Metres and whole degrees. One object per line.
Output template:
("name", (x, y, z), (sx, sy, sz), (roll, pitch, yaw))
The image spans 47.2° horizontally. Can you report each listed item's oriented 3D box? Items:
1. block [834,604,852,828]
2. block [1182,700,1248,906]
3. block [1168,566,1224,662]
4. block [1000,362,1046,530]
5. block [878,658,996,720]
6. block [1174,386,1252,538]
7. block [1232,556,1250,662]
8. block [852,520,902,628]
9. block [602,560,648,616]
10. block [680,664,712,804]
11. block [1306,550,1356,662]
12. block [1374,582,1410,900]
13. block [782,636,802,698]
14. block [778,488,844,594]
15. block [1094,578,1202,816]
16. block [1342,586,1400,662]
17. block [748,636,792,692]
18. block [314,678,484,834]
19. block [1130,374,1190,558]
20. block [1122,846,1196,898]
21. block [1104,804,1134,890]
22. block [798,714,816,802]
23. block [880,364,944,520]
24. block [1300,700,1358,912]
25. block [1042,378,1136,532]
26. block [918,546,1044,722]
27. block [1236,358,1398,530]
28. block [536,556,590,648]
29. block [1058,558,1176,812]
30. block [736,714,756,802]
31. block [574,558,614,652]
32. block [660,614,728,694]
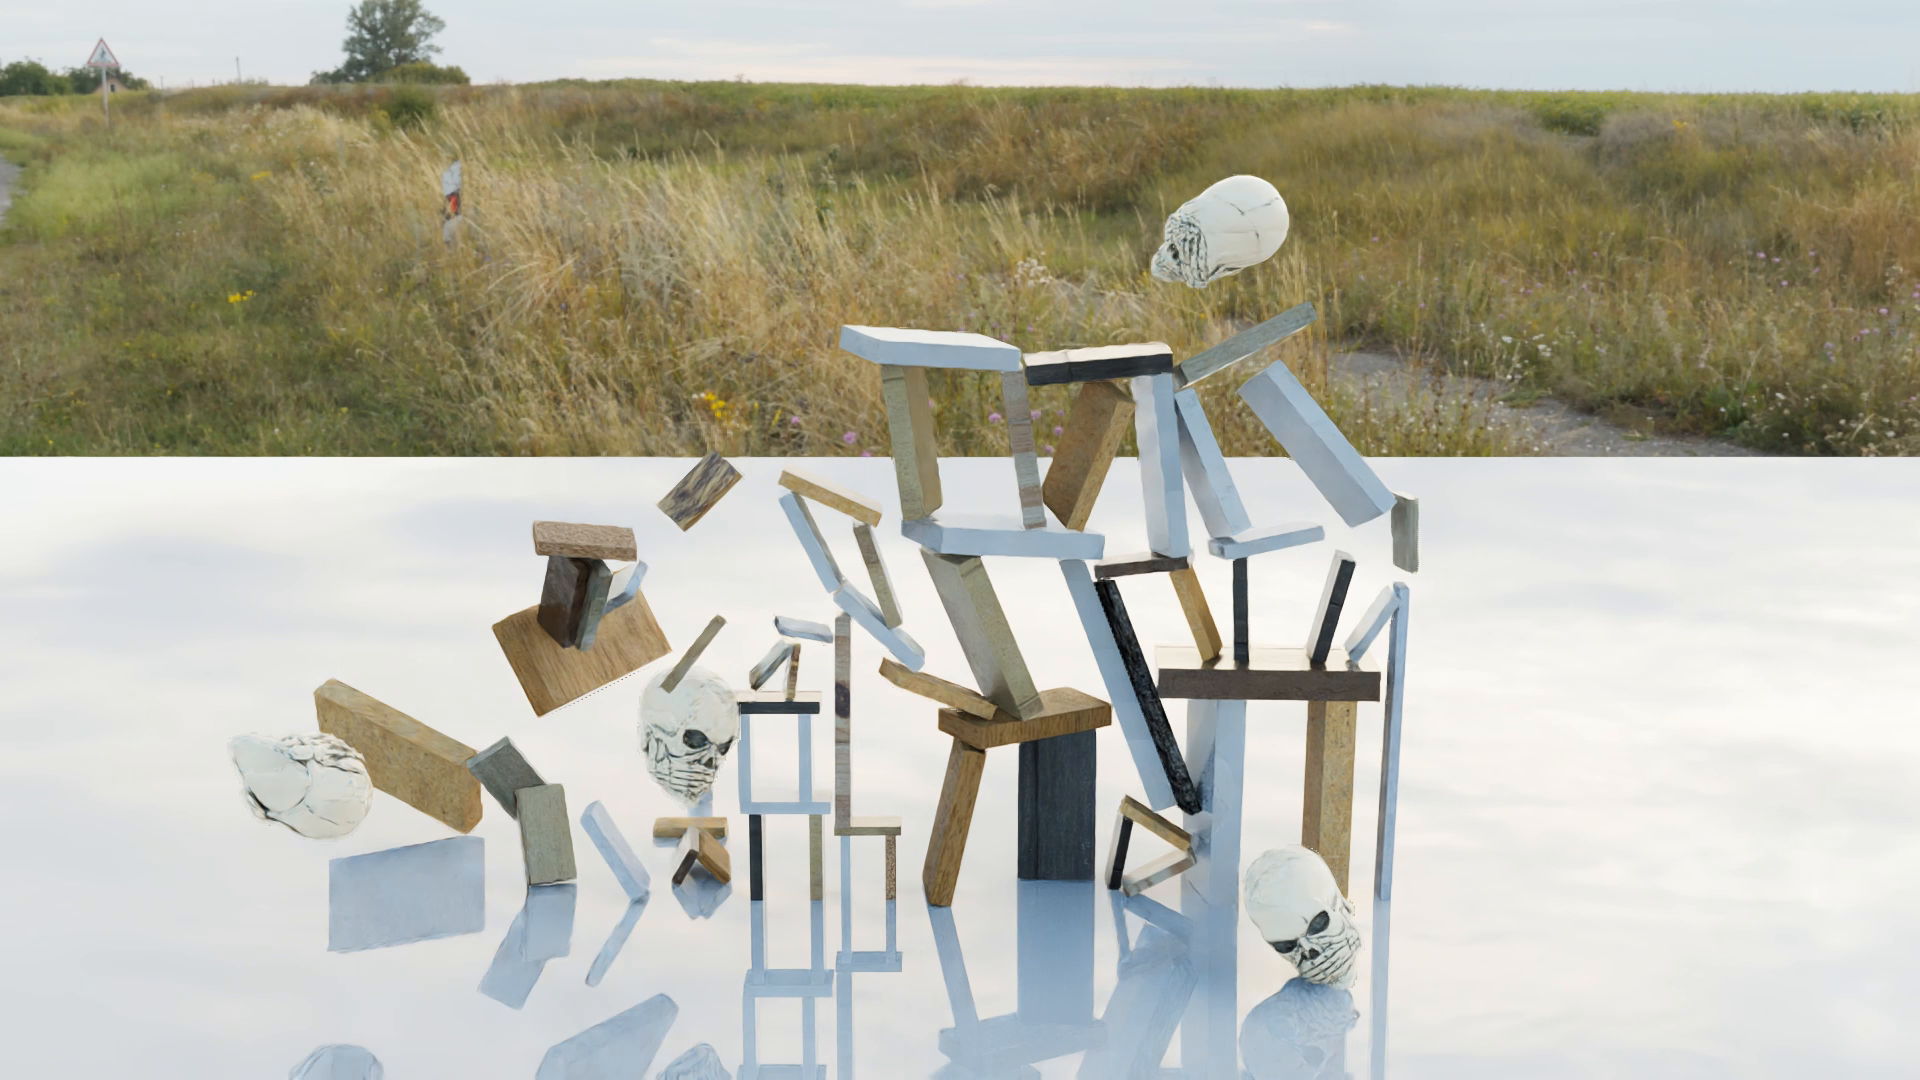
("block", (-0.191, 0.290, 3.618), (0.026, 0.356, 0.090), (0, 11, -1))
("block", (0.422, 0.410, 3.668), (0.050, 0.354, 0.177), (-1, 10, -9))
("block", (0.386, 0.114, 3.595), (0.022, 0.155, 0.077), (-20, 5, 20))
("block", (0.102, -0.154, 3.564), (0.036, 0.255, 0.127), (-9, 10, 1))
("block", (-0.037, 0.244, 3.605), (0.181, 0.026, 0.090), (21, 3, -24))
("block", (0.392, -0.123, 3.559), (0.035, 0.244, 0.122), (-24, 2, -11))
("block", (0.460, 0.105, 3.591), (0.024, 0.171, 0.086), (-1, 10, 9))
("block", (-0.133, 0.051, 3.572), (0.025, 0.174, 0.087), (-19, 10, 2))
("block", (-0.566, 0.083, 3.634), (0.019, 0.067, 0.134), (36, -35, -22))
("block", (-0.518, 0.376, 4.333), (0.048, 0.171, 0.381), (-4, 11, -6))
("block", (0.604, 0.107, 3.584), (0.024, 0.171, 0.086), (15, 11, 0))
("block", (0.710, 0.332, 3.617), (0.017, 0.526, 0.061), (1, 11, 0))
("block", (-0.275, 0.209, 3.600), (0.013, 0.093, 0.046), (5, 11, -13))
("block", (-0.241, -0.002, 3.561), (0.025, 0.174, 0.087), (-27, 9, 4))
("block", (0.312, 0.259, 3.657), (0.022, 0.412, 0.077), (-21, 4, -7))
("block", (0.668, 0.136, 3.569), (0.017, 0.122, 0.061), (30, 15, -9))
("block", (-0.309, 0.200, 3.586), (0.013, 0.093, 0.046), (36, 16, -22))
("block", (-1.022, 0.392, 4.003), (0.342, 0.171, 0.048), (23, 41, 22))
("block", (0.324, -0.124, 3.559), (0.033, 0.293, 0.116), (-9, 8, -12))
("block", (0.331, 0.551, 3.669), (0.129, 0.018, 0.064), (-27, 9, 6))
("block", (0.268, 0.517, 3.705), (0.018, 0.129, 0.064), (10, 10, -4))
("block", (-0.253, 0.350, 3.624), (0.021, 0.149, 0.075), (0, 11, 0))
("block", (-0.076, -0.168, 3.516), (0.036, 0.255, 0.127), (-6, 10, 14))
("block", (0.608, 0.416, 3.636), (0.050, 0.354, 0.177), (1, 11, 0))
("block", (0.205, -0.145, 3.582), (0.033, 0.232, 0.116), (10, 24, -29))
("block", (0.035, 0.145, 3.611), (0.042, 0.298, 0.149), (-30, 22, -17))
("block", (0.581, -0.155, 3.590), (0.035, 0.299, 0.122), (-40, 1, -19))
("block", (-0.654, 0.090, 3.622), (0.023, 0.161, 0.081), (-16, 45, -41))
("block", (0.264, 0.233, 3.735), (0.042, 0.452, 0.149), (-21, 3, 2))
("block", (-0.352, 0.350, 3.624), (0.021, 0.149, 0.075), (0, 11, 0))
("block", (-0.617, 0.096, 3.627), (0.023, 0.161, 0.081), (-7, 43, -36))
("block", (-0.406, 0.173, 3.352), (0.019, 0.134, 0.067), (38, 1, -3))
